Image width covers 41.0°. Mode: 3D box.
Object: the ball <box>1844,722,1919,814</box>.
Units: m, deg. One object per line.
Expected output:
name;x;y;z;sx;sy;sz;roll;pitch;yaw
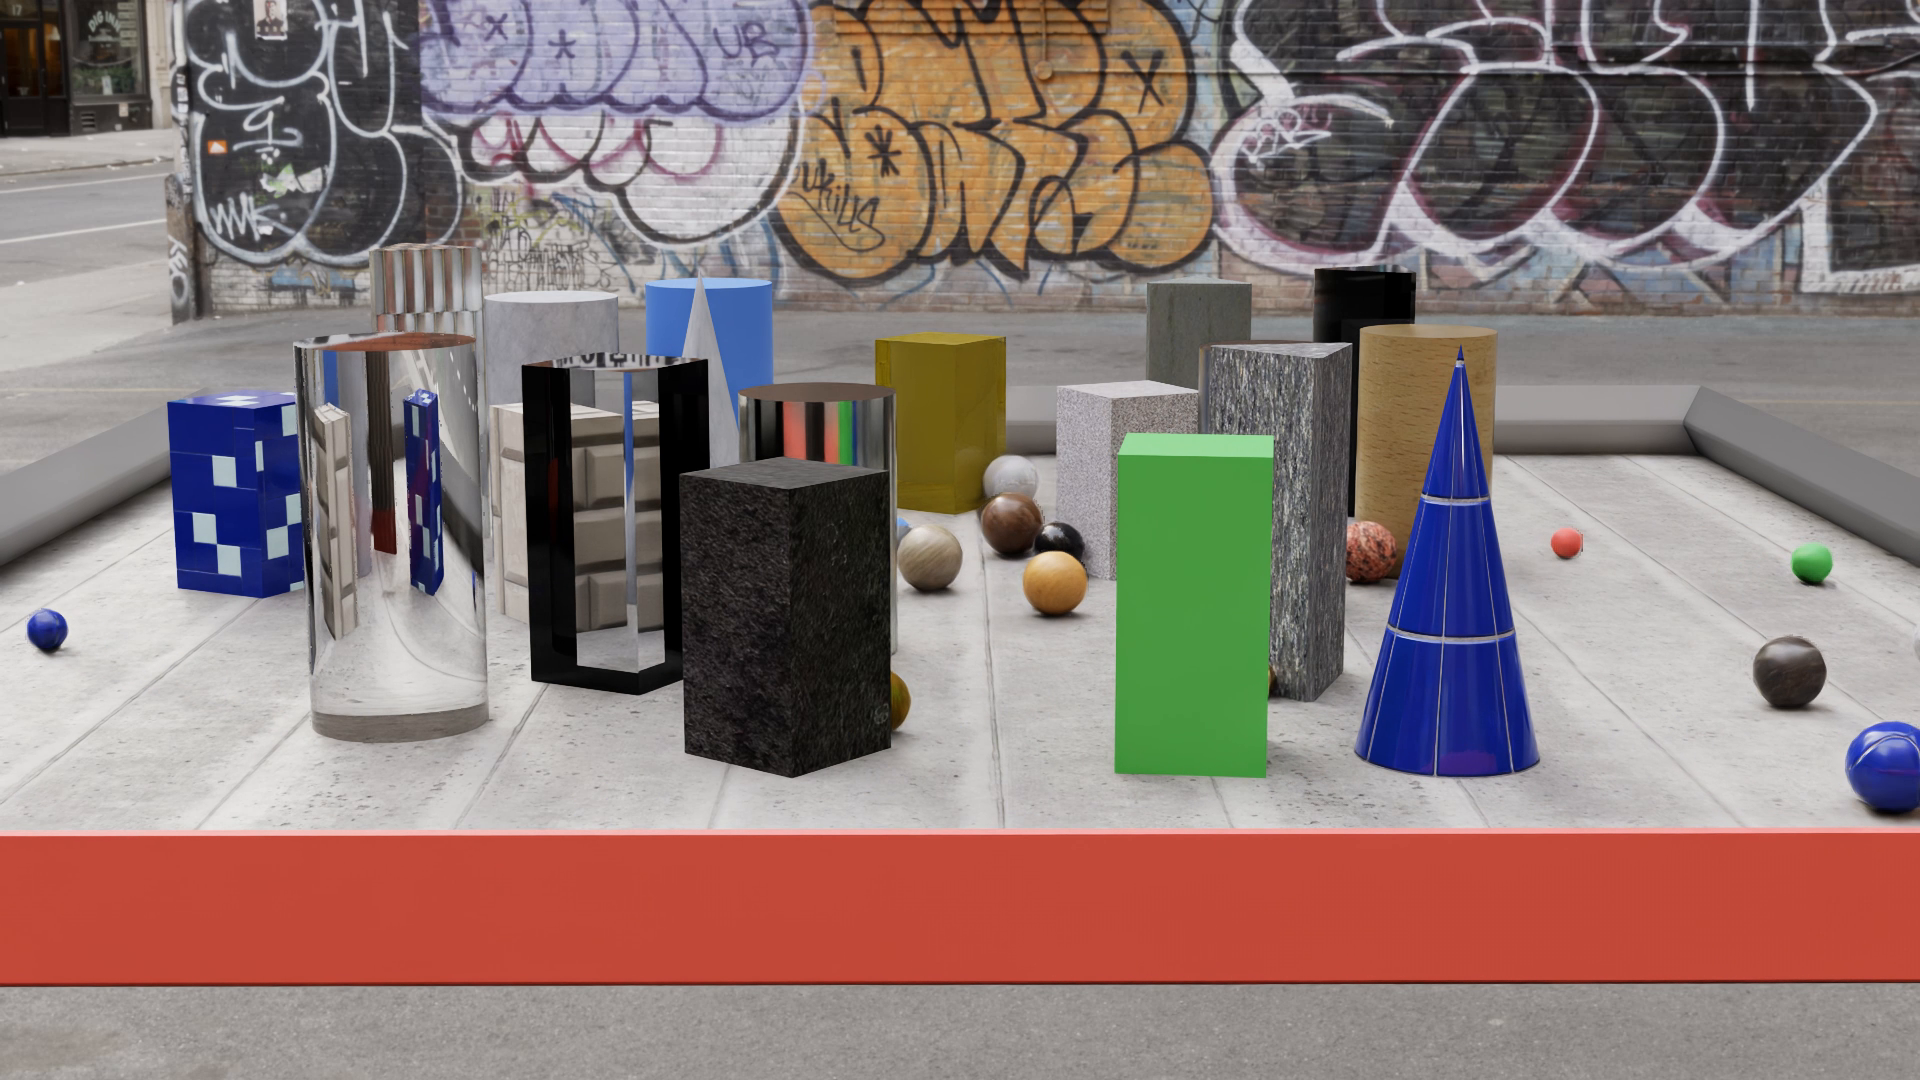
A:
ball;0.919;0.224;2.527;0.090;0.090;0.090;0;11;0

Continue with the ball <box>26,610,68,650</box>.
ball;-1.150;0.113;3.232;0.050;0.050;0.050;0;11;0

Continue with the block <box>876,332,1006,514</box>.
block;-0.032;-0.198;4.284;0.157;0.279;0.157;7;12;32

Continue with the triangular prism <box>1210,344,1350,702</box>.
triangular prism;0.407;-0.029;3.040;0.147;0.400;0.170;-9;14;-39

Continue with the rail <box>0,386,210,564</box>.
rail;-1.387;0.034;3.441;0.045;0.127;2.858;0;11;0

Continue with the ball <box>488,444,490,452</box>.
ball;-0.913;-0.193;4.761;0.096;0.096;0.096;0;11;0

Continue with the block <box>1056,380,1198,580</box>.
block;0.248;-0.090;3.746;0.157;0.262;0.157;-5;12;-27

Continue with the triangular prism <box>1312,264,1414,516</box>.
triangular prism;0.682;-0.246;4.208;0.170;0.401;0.147;6;12;29

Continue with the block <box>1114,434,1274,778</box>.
block;0.248;0.066;2.708;0.157;0.335;0.157;1;11;7

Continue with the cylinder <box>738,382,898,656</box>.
cylinder;-0.176;-0.022;3.204;0.196;0.327;0.196;0;11;0

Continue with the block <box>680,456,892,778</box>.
block;-0.185;0.077;2.732;0.157;0.303;0.157;8;13;38

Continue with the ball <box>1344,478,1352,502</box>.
ball;0.625;-0.085;4.285;0.057;0.057;0.057;0;11;0

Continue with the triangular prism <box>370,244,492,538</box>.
triangular prism;-0.840;-0.231;3.989;0.170;0.451;0.147;-5;12;-25

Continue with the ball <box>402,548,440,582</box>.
ball;-0.765;0.036;3.643;0.051;0.051;0.051;0;11;0

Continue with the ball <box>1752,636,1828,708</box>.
ball;0.950;0.151;2.940;0.082;0.082;0.082;0;11;0

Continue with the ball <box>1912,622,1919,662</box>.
ball;1.190;0.123;3.085;0.084;0.084;0.084;0;11;0

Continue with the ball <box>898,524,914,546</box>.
ball;-0.087;0.000;3.854;0.046;0.046;0.046;0;11;0

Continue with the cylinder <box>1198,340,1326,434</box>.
cylinder;0.419;-0.086;3.479;0.196;0.352;0.196;0;11;0

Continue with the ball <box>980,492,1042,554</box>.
ball;0.077;-0.024;3.856;0.093;0.093;0.093;0;11;0

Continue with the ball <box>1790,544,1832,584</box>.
ball;1.211;0.033;3.648;0.057;0.057;0.057;0;11;0

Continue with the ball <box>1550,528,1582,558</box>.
ball;0.906;0.004;3.834;0.045;0.045;0.045;0;11;0

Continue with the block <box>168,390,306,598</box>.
block;-0.997;-0.068;3.624;0.157;0.264;0.157;5;12;27

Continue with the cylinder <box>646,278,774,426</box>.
cylinder;-0.390;-0.206;4.018;0.196;0.392;0.196;0;11;0

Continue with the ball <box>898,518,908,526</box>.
ball;-0.100;-0.011;3.901;0.050;0.050;0.050;0;11;0

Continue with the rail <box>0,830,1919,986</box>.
rail;0.008;0.289;2.067;2.822;0.127;0.045;0;11;0

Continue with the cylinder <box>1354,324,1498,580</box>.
cylinder;0.675;-0.130;3.726;0.196;0.349;0.196;0;11;0

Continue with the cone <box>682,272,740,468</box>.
cone;-0.361;-0.157;3.597;0.196;0.448;0.196;0;11;0

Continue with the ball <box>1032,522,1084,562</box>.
ball;0.142;0.011;3.714;0.075;0.075;0.075;0;11;0

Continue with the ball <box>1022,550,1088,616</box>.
ball;0.126;0.058;3.432;0.087;0.087;0.087;0;11;0

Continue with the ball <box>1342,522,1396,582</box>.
ball;0.577;0.017;3.649;0.088;0.088;0.088;0;11;0

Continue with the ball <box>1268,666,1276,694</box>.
ball;0.349;0.163;2.991;0.040;0.040;0.040;0;11;0

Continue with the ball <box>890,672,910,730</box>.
ball;-0.091;0.178;2.824;0.073;0.073;0.073;0;11;0

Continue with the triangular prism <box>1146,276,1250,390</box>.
triangular prism;0.401;-0.258;4.360;0.170;0.369;0.147;1;11;3

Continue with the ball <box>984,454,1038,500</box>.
ball;0.084;-0.096;4.248;0.092;0.092;0.092;0;11;0

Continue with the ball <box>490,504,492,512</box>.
ball;-0.733;-0.060;4.146;0.058;0.058;0.058;0;11;0

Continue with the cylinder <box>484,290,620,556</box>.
cylinder;-0.605;-0.170;3.834;0.196;0.388;0.196;0;11;0

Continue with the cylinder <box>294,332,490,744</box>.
cylinder;-0.629;-0.007;2.847;0.196;0.427;0.196;0;11;0

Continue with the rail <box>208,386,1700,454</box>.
rail;-0.008;-0.223;4.831;2.822;0.127;0.045;0;11;0

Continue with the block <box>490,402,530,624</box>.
block;-0.516;-0.038;3.419;0.157;0.280;0.157;-7;13;-35

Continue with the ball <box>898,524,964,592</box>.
ball;-0.042;0.025;3.589;0.093;0.093;0.093;0;11;0

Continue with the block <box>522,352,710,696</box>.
block;-0.407;-0.024;3.068;0.157;0.380;0.157;6;12;28

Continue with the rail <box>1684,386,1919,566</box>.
rail;1.387;0.031;3.457;0.045;0.127;2.858;0;11;0

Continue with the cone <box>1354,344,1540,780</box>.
cone;0.520;0.012;2.705;0.196;0.441;0.196;0;11;0
